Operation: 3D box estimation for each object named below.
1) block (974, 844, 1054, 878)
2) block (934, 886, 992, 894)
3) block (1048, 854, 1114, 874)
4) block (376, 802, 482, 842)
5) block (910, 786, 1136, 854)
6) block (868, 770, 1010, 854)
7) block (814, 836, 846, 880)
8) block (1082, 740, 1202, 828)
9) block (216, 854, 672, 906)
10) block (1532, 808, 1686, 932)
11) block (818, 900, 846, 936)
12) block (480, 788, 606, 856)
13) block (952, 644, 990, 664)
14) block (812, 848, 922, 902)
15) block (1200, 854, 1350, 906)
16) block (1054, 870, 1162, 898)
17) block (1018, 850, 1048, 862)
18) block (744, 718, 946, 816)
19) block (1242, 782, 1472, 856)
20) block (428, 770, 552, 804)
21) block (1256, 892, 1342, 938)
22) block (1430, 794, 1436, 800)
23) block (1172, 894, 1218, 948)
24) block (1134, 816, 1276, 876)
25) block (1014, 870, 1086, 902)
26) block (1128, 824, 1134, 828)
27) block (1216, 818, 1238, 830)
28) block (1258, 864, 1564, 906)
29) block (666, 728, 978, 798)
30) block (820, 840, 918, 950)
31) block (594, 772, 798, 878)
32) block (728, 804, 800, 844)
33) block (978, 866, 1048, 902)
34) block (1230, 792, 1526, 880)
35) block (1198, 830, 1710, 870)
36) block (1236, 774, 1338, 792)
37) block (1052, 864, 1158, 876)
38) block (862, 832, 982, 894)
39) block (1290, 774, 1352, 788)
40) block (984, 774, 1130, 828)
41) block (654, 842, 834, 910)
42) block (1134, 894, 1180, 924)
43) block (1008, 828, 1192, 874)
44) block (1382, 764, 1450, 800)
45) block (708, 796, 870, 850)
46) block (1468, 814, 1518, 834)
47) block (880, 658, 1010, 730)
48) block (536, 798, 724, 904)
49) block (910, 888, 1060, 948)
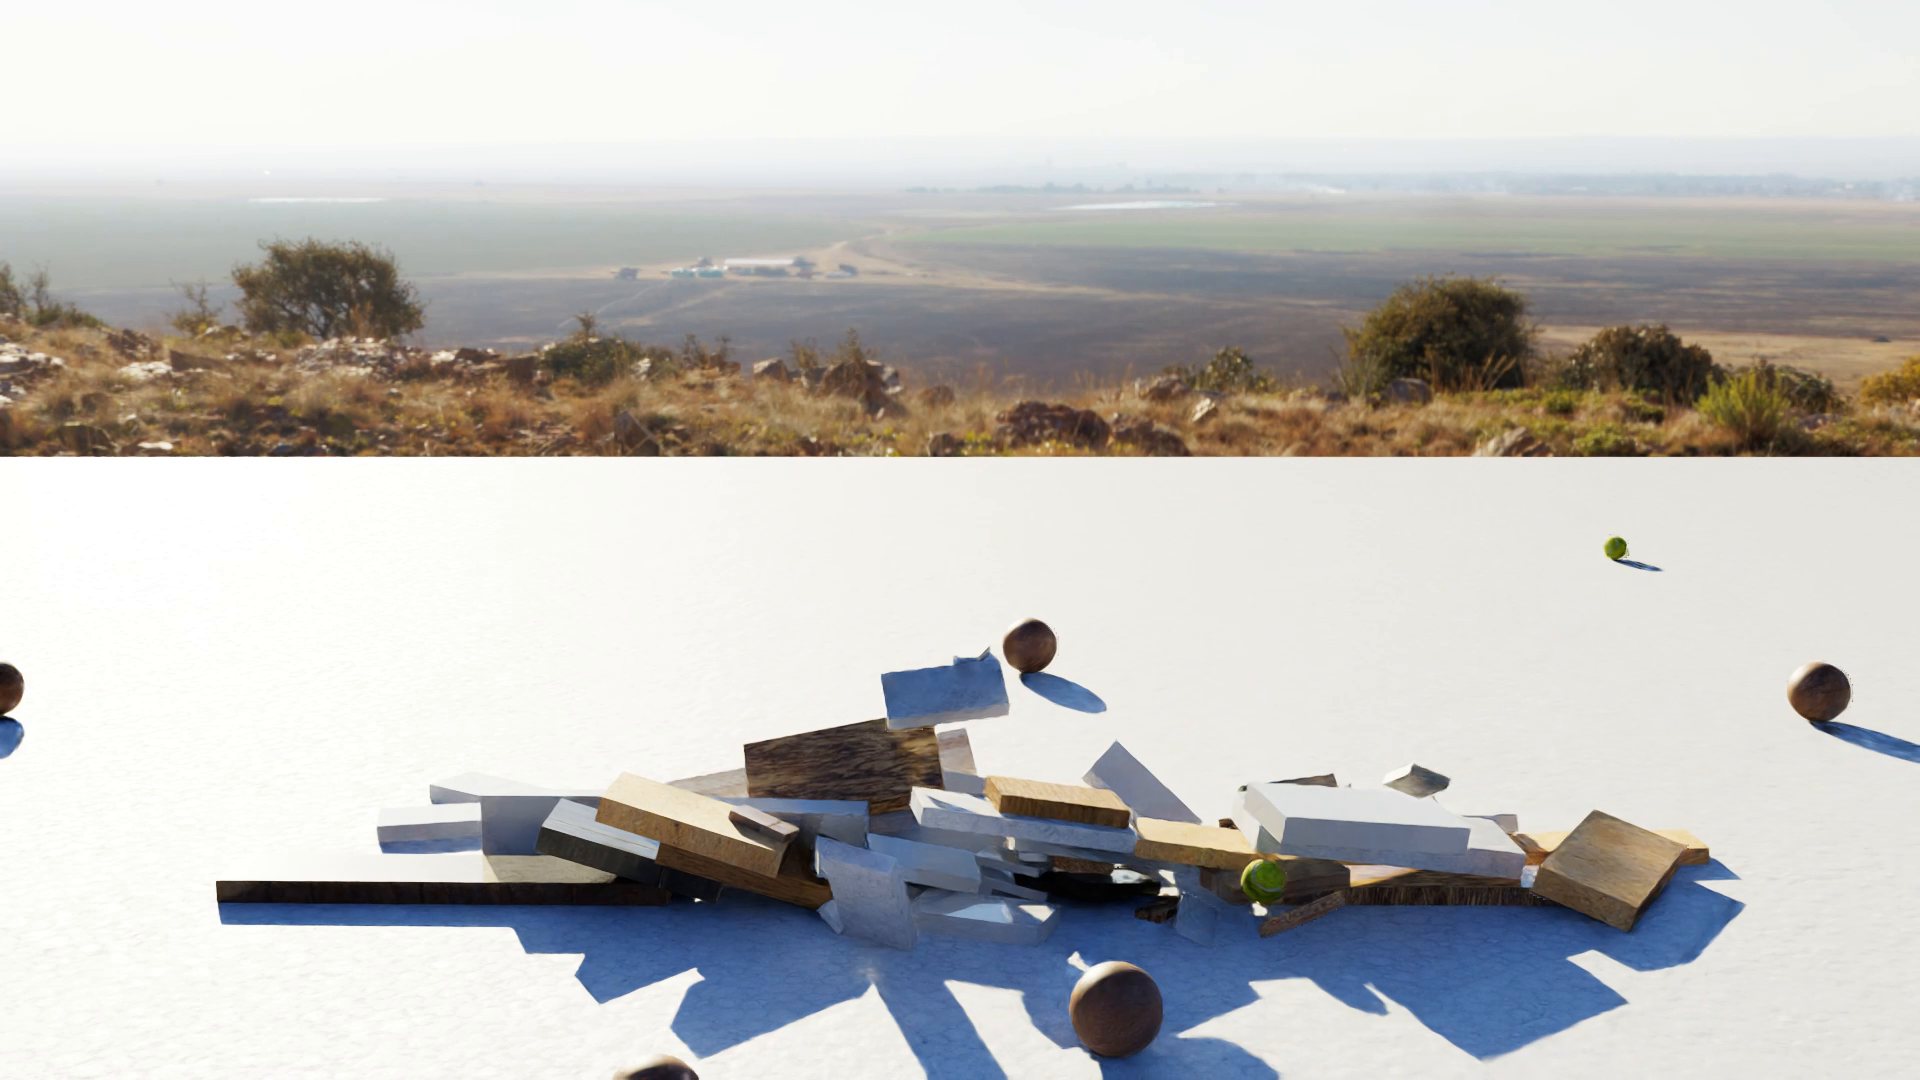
[{"bbox_3d":[0.089,0.534,3.657,0.118,0.017,0.059,8,14,25],"label":"block"},{"bbox_3d":[-0.039,0.552,3.667,0.185,0.026,0.093,16,9,-4],"label":"block"},{"bbox_3d":[0.180,0.534,3.706,0.082,0.023,0.164,6,1,-30],"label":"block"},{"bbox_3d":[-0.948,0.513,4.003,0.213,0.030,0.107,-2,11,-11],"label":"block"},{"bbox_3d":[0.103,0.460,3.611,0.359,0.031,0.111,9,9,-11],"label":"block"},{"bbox_3d":[-0.077,0.475,3.806,0.335,0.047,0.167,8,51,12],"label":"block"},{"bbox_3d":[-0.209,0.520,3.582,0.053,0.015,0.106,17,19,-13],"label":"block"},{"bbox_3d":[0.321,0.457,3.870,0.210,0.030,0.105,43,39,6],"label":"block"},{"bbox_3d":[-0.852,0.568,3.682,0.745,0.039,0.137,0,11,1],"label":"block"},{"bbox_3d":[1.081,0.545,3.653,0.164,0.046,0.328,22,21,26],"label":"block"},{"bbox_3d":[-0.177,0.594,3.523,0.053,0.015,0.106,48,31,17],"label":"block"},{"bbox_3d":[-0.681,0.500,3.779,0.275,0.137,0.039,0,11,1],"label":"block"},{"bbox_3d":[0.028,0.277,5.308,0.063,0.018,0.126,3,11,14],"label":"block"},{"bbox_3d":[-0.155,0.548,3.652,0.185,0.026,0.093,19,10,-6],"label":"block"},{"bbox_3d":[0.517,0.553,3.610,0.221,0.031,0.110,-5,12,-23],"label":"block"},{"bbox_3d":[0.245,0.568,3.636,0.164,0.023,0.082,6,4,-39],"label":"block"},{"bbox_3d":[0.120,0.514,3.660,0.047,0.013,0.095,5,9,0],"label":"block"},{"bbox_3d":[-0.201,0.403,3.814,0.335,0.047,0.167,-11,48,0],"label":"block"},{"bbox_3d":[0.649,0.455,3.602,0.328,0.046,0.164,6,12,-16],"label":"block"},{"bbox_3d":[-0.801,0.493,4.110,0.432,0.030,0.107,7,13,33],"label":"block"},{"bbox_3d":[0.535,0.590,3.459,0.128,0.018,0.064,-14,-18,-31],"label":"block"},{"bbox_3d":[0.747,0.495,3.954,0.217,0.031,0.108,-10,-16,-41],"label":"block"},{"bbox_3d":[0.374,0.603,3.483,0.064,0.018,0.128,26,14,4],"label":"block"},{"bbox_3d":[0.404,0.505,3.632,0.227,0.032,0.113,7,11,5],"label":"block"},{"bbox_3d":[0.150,0.568,3.652,0.118,0.017,0.059,14,11,-8],"label":"block"},{"bbox_3d":[0.260,0.530,3.906,0.220,0.031,0.110,-3,11,-15],"label":"block"},{"bbox_3d":[0.524,0.522,3.903,0.126,0.018,0.063,-2,43,-9],"label":"block"},{"bbox_3d":[0.750,0.575,3.665,0.515,0.031,0.110,0,11,1],"label":"block"},{"bbox_3d":[-0.249,0.448,3.950,0.556,0.047,0.167,-10,26,-3],"label":"block"},{"bbox_3d":[-0.137,0.544,3.355,0.111,0.221,0.031,12,53,19],"label":"block"},{"bbox_3d":[-0.429,0.464,3.599,0.306,0.043,0.153,17,10,2],"label":"block"},{"bbox_3d":[-0.321,0.465,3.604,0.106,0.015,0.053,21,11,21],"label":"block"},{"bbox_3d":[0.086,0.569,3.647,0.118,0.017,0.059,16,11,-3],"label":"block"},{"bbox_3d":[0.698,0.494,3.682,0.459,0.046,0.164,7,12,-9],"label":"block"},{"bbox_3d":[0.853,0.545,3.832,0.887,0.030,0.105,-1,11,-4],"label":"block"},{"bbox_3d":[0.605,0.484,3.991,0.192,0.096,0.027,-5,-31,-21],"label":"block"},{"bbox_3d":[0.249,0.559,3.775,0.164,0.023,0.082,-3,11,-16],"label":"block"},{"bbox_3d":[-0.063,0.530,3.604,0.185,0.026,0.093,12,19,-14],"label":"block"},{"bbox_3d":[0.640,0.489,4.128,0.108,0.031,0.217,7,12,32],"label":"block"},{"bbox_3d":[0.160,0.434,3.645,0.221,0.031,0.111,9,9,-13],"label":"block"},{"bbox_3d":[-0.340,0.531,3.631,0.306,0.043,0.153,17,10,-2],"label":"block"},{"bbox_3d":[0.330,0.600,3.580,0.047,0.013,0.095,8,13,36],"label":"block"},{"bbox_3d":[0.229,0.506,3.684,0.304,0.032,0.113,9,9,-11],"label":"block"},{"bbox_3d":[0.704,0.373,3.398,0.063,0.018,0.126,21,-16,-3],"label":"block"},{"bbox_3d":[-0.291,0.507,3.725,0.275,0.137,0.039,1,27,6],"label":"block"},{"bbox_3d":[0.870,0.507,3.894,0.217,0.031,0.108,-3,-10,6],"label":"block"},{"bbox_3d":[-0.027,0.266,3.784,0.210,0.030,0.105,-7,45,-6],"label":"block"},{"bbox_3d":[-0.536,0.515,3.646,0.306,0.043,0.153,17,10,-1],"label":"block"},{"bbox_3d":[0.035,0.602,3.516,0.227,0.032,0.113,4,11,20],"label":"block"}]
